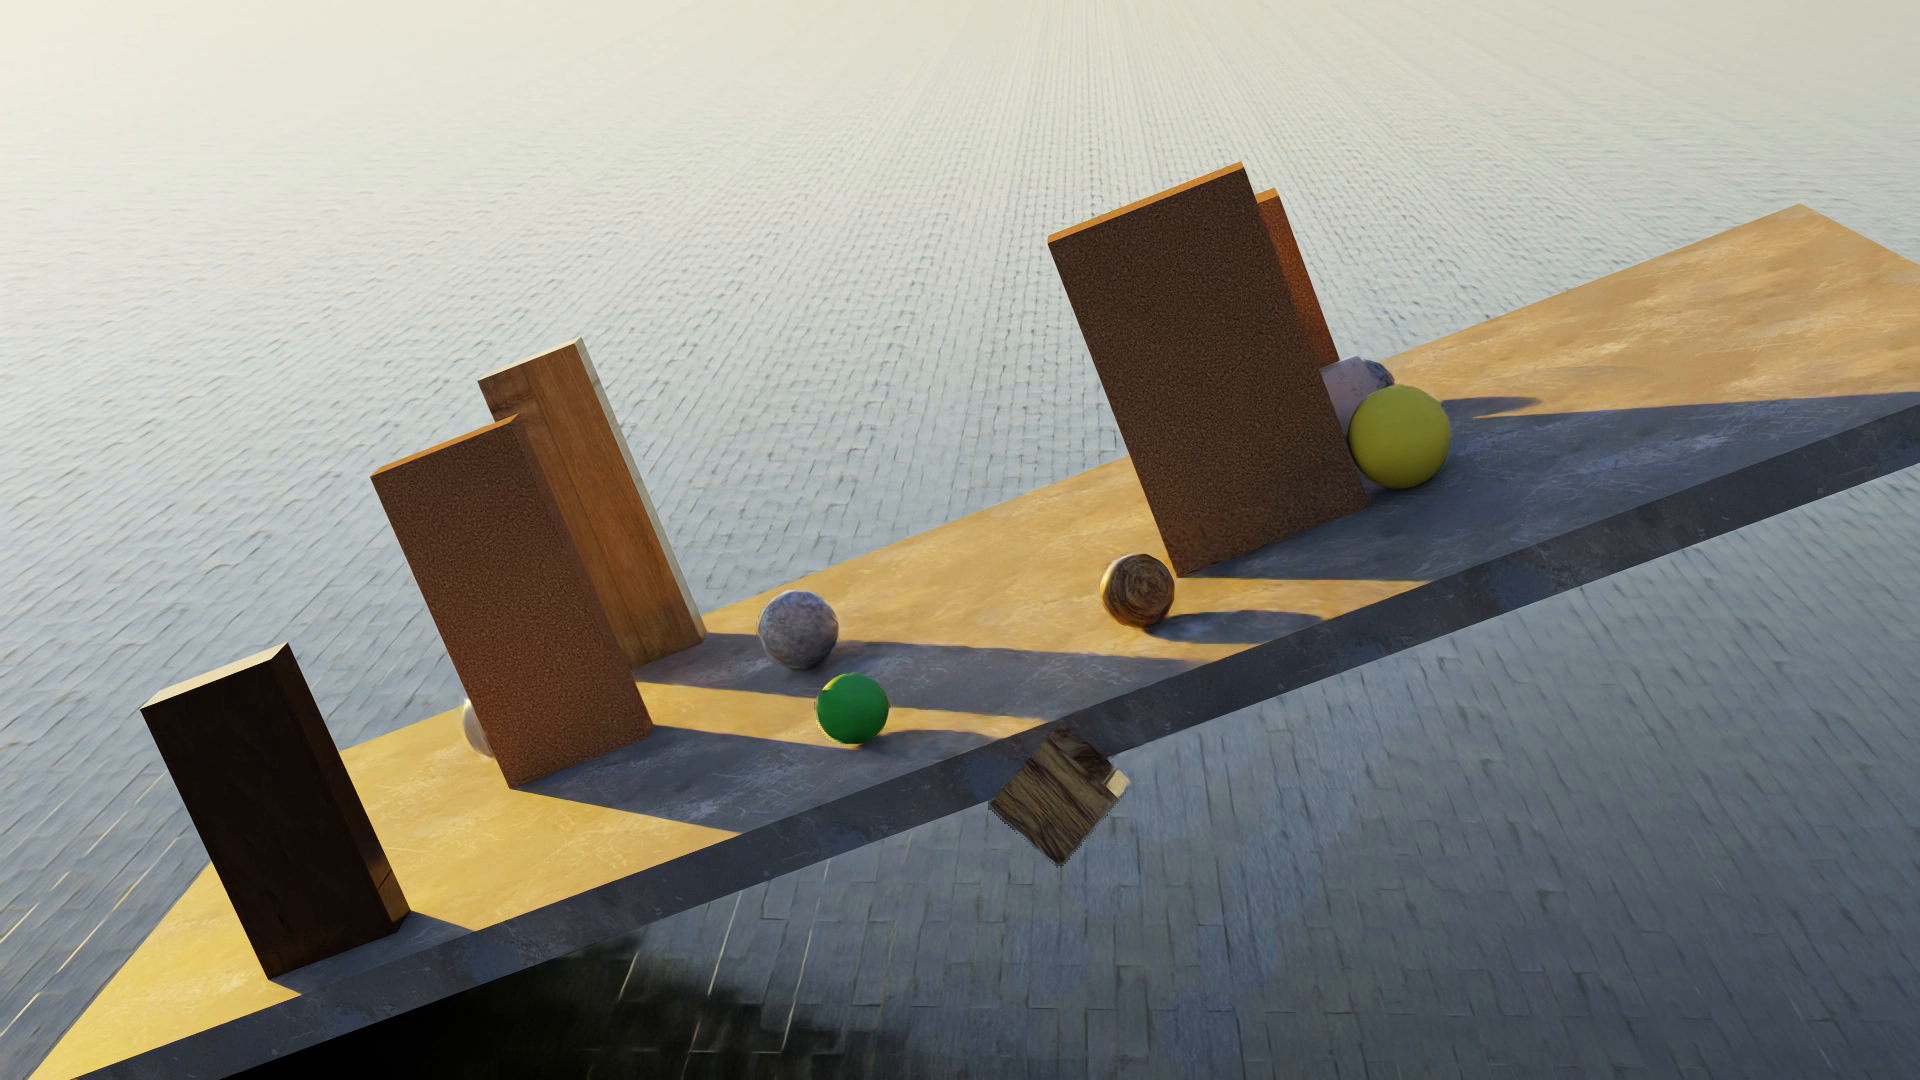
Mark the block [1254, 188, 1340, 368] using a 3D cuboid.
[{"bbox_3d":[0.594,-0.424,6.461,0.426,0.570,0.145,-21,12,7],"label":"block"}]

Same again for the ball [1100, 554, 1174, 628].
[{"bbox_3d":[0.341,0.097,5.646,0.143,0.143,0.143,0,14,0],"label":"ball"}]

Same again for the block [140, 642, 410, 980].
[{"bbox_3d":[-1.311,0.522,5.653,0.275,0.583,0.121,-21,12,7],"label":"block"}]

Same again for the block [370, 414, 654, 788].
[{"bbox_3d":[-0.963,0.135,6.347,0.326,0.744,0.099,-21,12,7],"label":"block"}]

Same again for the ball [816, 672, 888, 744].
[{"bbox_3d":[-0.206,0.323,5.638,0.138,0.138,0.138,0,14,0],"label":"ball"}]

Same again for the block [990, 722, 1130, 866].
[{"bbox_3d":[0.178,0.446,5.190,0.161,0.161,0.161,41,12,4],"label":"block"}]

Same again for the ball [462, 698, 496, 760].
[{"bbox_3d":[-1.038,0.408,6.657,0.178,0.178,0.178,0,14,0],"label":"ball"}]

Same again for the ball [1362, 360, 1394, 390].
[{"bbox_3d":[0.912,-0.339,6.596,0.127,0.127,0.127,0,14,0],"label":"ball"}]

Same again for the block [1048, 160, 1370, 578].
[{"bbox_3d":[0.497,-0.337,5.871,0.411,0.725,0.114,-21,12,7],"label":"block"}]

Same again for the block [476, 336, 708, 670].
[{"bbox_3d":[-0.875,-0.075,7.033,0.251,0.781,0.098,-21,12,7],"label":"block"}]

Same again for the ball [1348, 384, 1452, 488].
[{"bbox_3d":[0.878,-0.207,5.878,0.206,0.206,0.206,0,14,0],"label":"ball"}]

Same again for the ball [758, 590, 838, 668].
[{"bbox_3d":[-0.351,0.193,6.390,0.173,0.173,0.173,0,14,0],"label":"ball"}]

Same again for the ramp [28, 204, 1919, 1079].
[{"bbox_3d":[0.122,0.174,6.292,4.000,0.100,2.000,-21,12,7],"label":"ramp"}]

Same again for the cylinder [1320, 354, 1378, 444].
[{"bbox_3d":[0.790,-0.265,6.301,0.204,0.204,0.204,-22,15,-1],"label":"cylinder"}]
